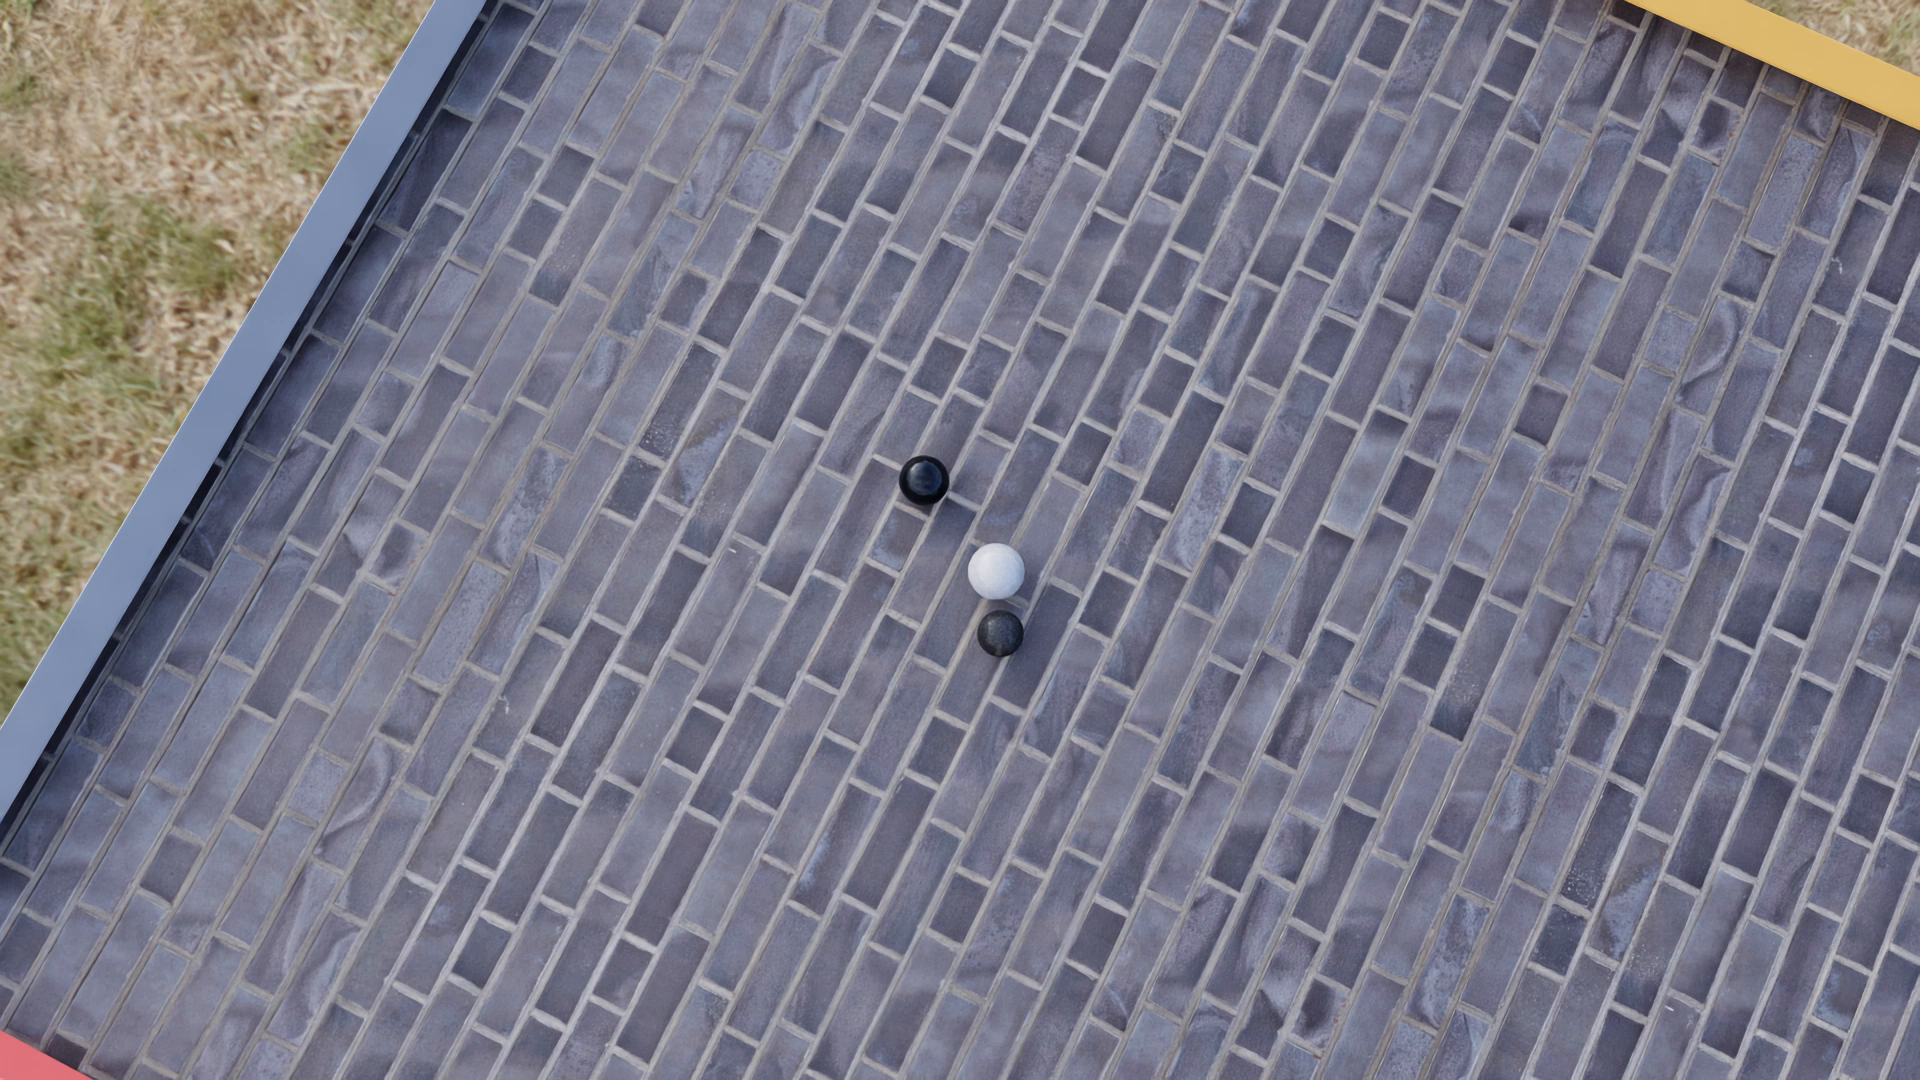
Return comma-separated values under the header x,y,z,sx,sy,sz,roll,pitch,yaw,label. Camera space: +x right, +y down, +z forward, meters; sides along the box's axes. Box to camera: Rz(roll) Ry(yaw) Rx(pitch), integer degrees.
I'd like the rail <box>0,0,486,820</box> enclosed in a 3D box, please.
x,y,z,sx,sy,sz,roll,pitch,yaw,label
-0.972,-0.474,3.401,0.045,0.119,2.598,26,78,6,rail

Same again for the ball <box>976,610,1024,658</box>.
x,y,z,sx,sy,sz,roll,pitch,yaw,label
0.060,0.140,3.286,0.071,0.071,0.071,0,77,0,ball

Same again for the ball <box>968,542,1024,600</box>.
x,y,z,sx,sy,sz,roll,pitch,yaw,label
0.054,0.047,3.299,0.086,0.086,0.086,0,77,0,ball

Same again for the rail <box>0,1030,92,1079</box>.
x,y,z,sx,sy,sz,roll,pitch,yaw,label
0.427,1.588,2.926,4.433,0.119,0.045,26,78,6,rail

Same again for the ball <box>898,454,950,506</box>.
x,y,z,sx,sy,sz,roll,pitch,yaw,label
-0.055,-0.090,3.335,0.078,0.078,0.078,0,77,0,ball

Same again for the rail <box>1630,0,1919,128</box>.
x,y,z,sx,sy,sz,roll,pitch,yaw,label
1.559,-0.639,3.439,4.433,0.119,0.045,26,78,6,rail
